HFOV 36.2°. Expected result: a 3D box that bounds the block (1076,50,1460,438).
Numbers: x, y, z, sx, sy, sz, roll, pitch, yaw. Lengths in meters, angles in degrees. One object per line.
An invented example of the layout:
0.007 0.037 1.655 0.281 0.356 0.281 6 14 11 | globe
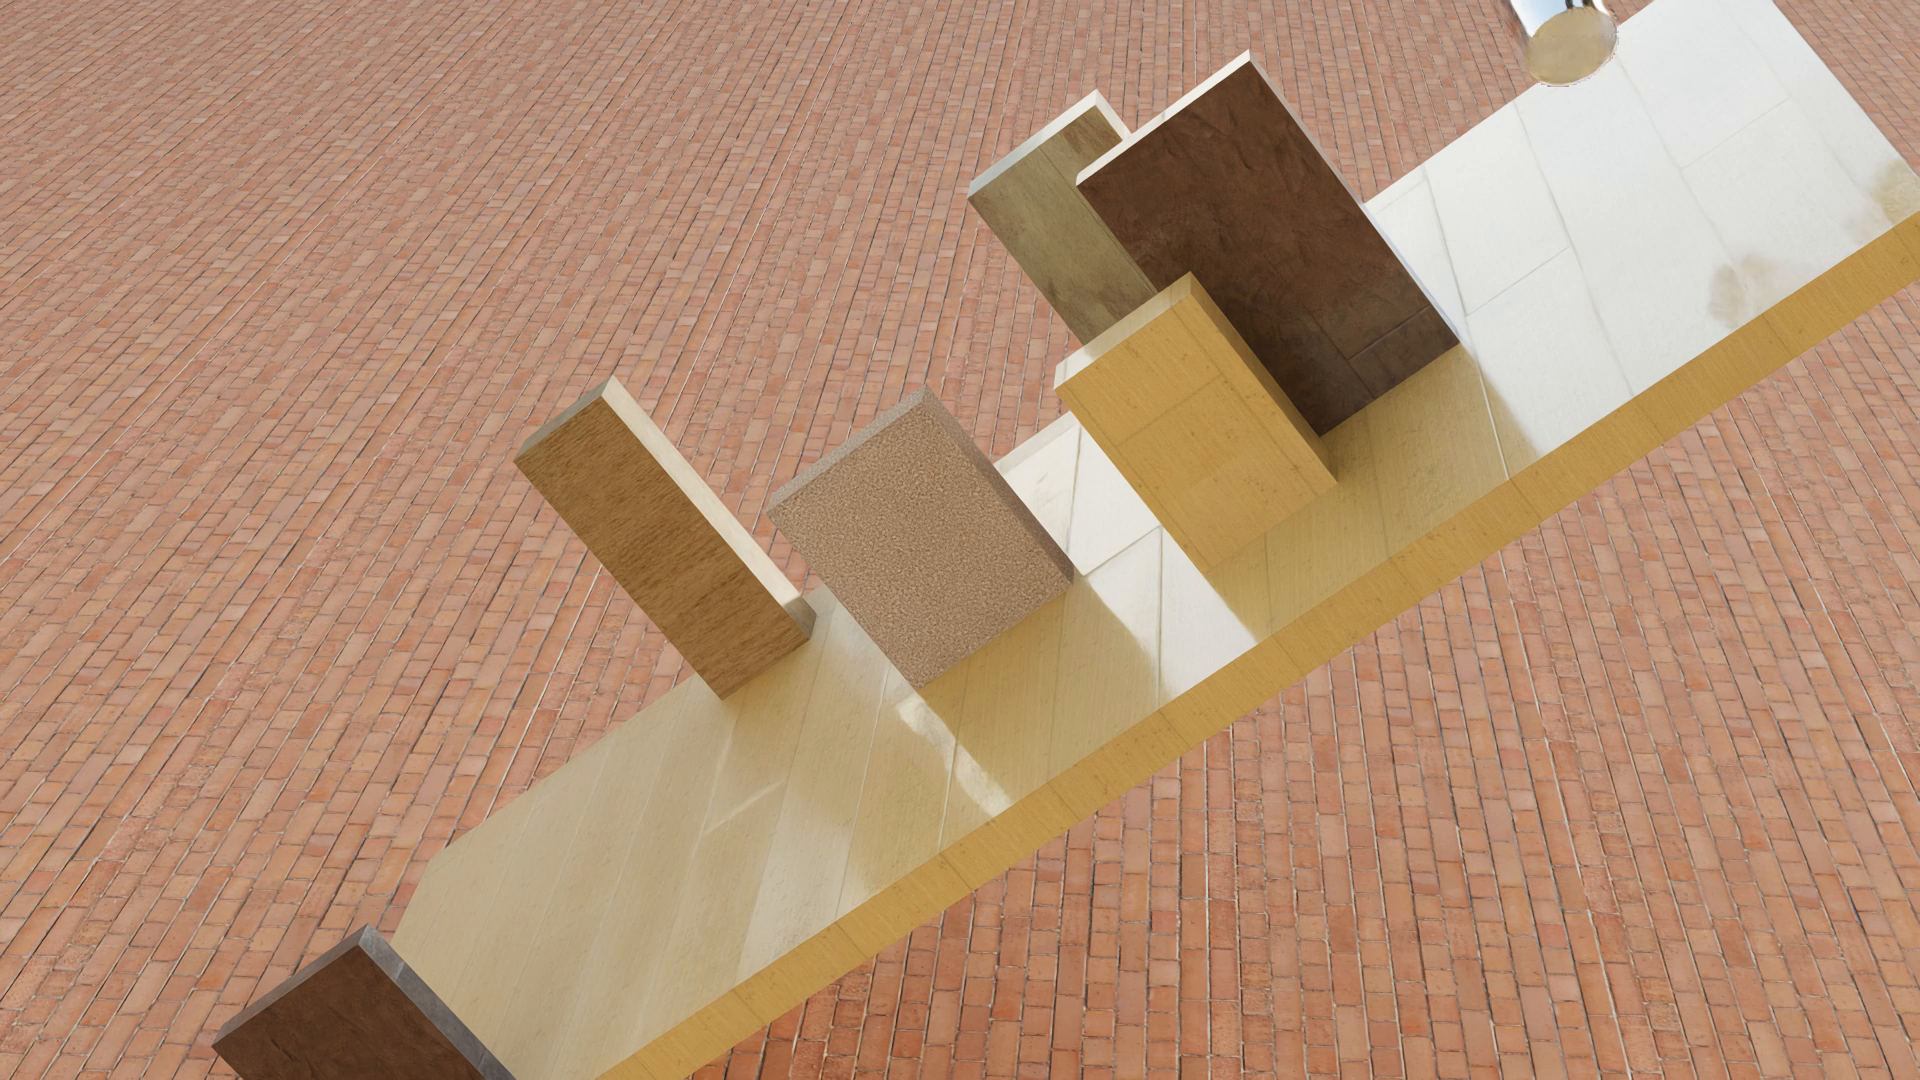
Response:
0.605 -0.552 5.762 0.412 0.703 0.086 -35 16 17 | block

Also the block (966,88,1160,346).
0.372 -0.577 6.345 0.341 0.714 0.131 -35 16 17 | block

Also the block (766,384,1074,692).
-0.082 -0.001 6.173 0.417 0.509 0.109 -35 16 17 | block

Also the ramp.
0.126 0.181 6.328 4.000 0.100 2.000 -35 16 17 | ramp

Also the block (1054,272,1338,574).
0.452 -0.222 5.630 0.320 0.472 0.136 -35 16 17 | block

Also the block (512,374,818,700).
-0.705 -0.001 7.099 0.279 0.780 0.148 -35 16 17 | block

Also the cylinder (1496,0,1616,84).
1.163 -1.019 5.744 0.183 0.183 0.183 -5 46 -11 | cylinder

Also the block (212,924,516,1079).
-1.185 1.050 5.878 0.402 0.460 0.082 -35 16 17 | block
